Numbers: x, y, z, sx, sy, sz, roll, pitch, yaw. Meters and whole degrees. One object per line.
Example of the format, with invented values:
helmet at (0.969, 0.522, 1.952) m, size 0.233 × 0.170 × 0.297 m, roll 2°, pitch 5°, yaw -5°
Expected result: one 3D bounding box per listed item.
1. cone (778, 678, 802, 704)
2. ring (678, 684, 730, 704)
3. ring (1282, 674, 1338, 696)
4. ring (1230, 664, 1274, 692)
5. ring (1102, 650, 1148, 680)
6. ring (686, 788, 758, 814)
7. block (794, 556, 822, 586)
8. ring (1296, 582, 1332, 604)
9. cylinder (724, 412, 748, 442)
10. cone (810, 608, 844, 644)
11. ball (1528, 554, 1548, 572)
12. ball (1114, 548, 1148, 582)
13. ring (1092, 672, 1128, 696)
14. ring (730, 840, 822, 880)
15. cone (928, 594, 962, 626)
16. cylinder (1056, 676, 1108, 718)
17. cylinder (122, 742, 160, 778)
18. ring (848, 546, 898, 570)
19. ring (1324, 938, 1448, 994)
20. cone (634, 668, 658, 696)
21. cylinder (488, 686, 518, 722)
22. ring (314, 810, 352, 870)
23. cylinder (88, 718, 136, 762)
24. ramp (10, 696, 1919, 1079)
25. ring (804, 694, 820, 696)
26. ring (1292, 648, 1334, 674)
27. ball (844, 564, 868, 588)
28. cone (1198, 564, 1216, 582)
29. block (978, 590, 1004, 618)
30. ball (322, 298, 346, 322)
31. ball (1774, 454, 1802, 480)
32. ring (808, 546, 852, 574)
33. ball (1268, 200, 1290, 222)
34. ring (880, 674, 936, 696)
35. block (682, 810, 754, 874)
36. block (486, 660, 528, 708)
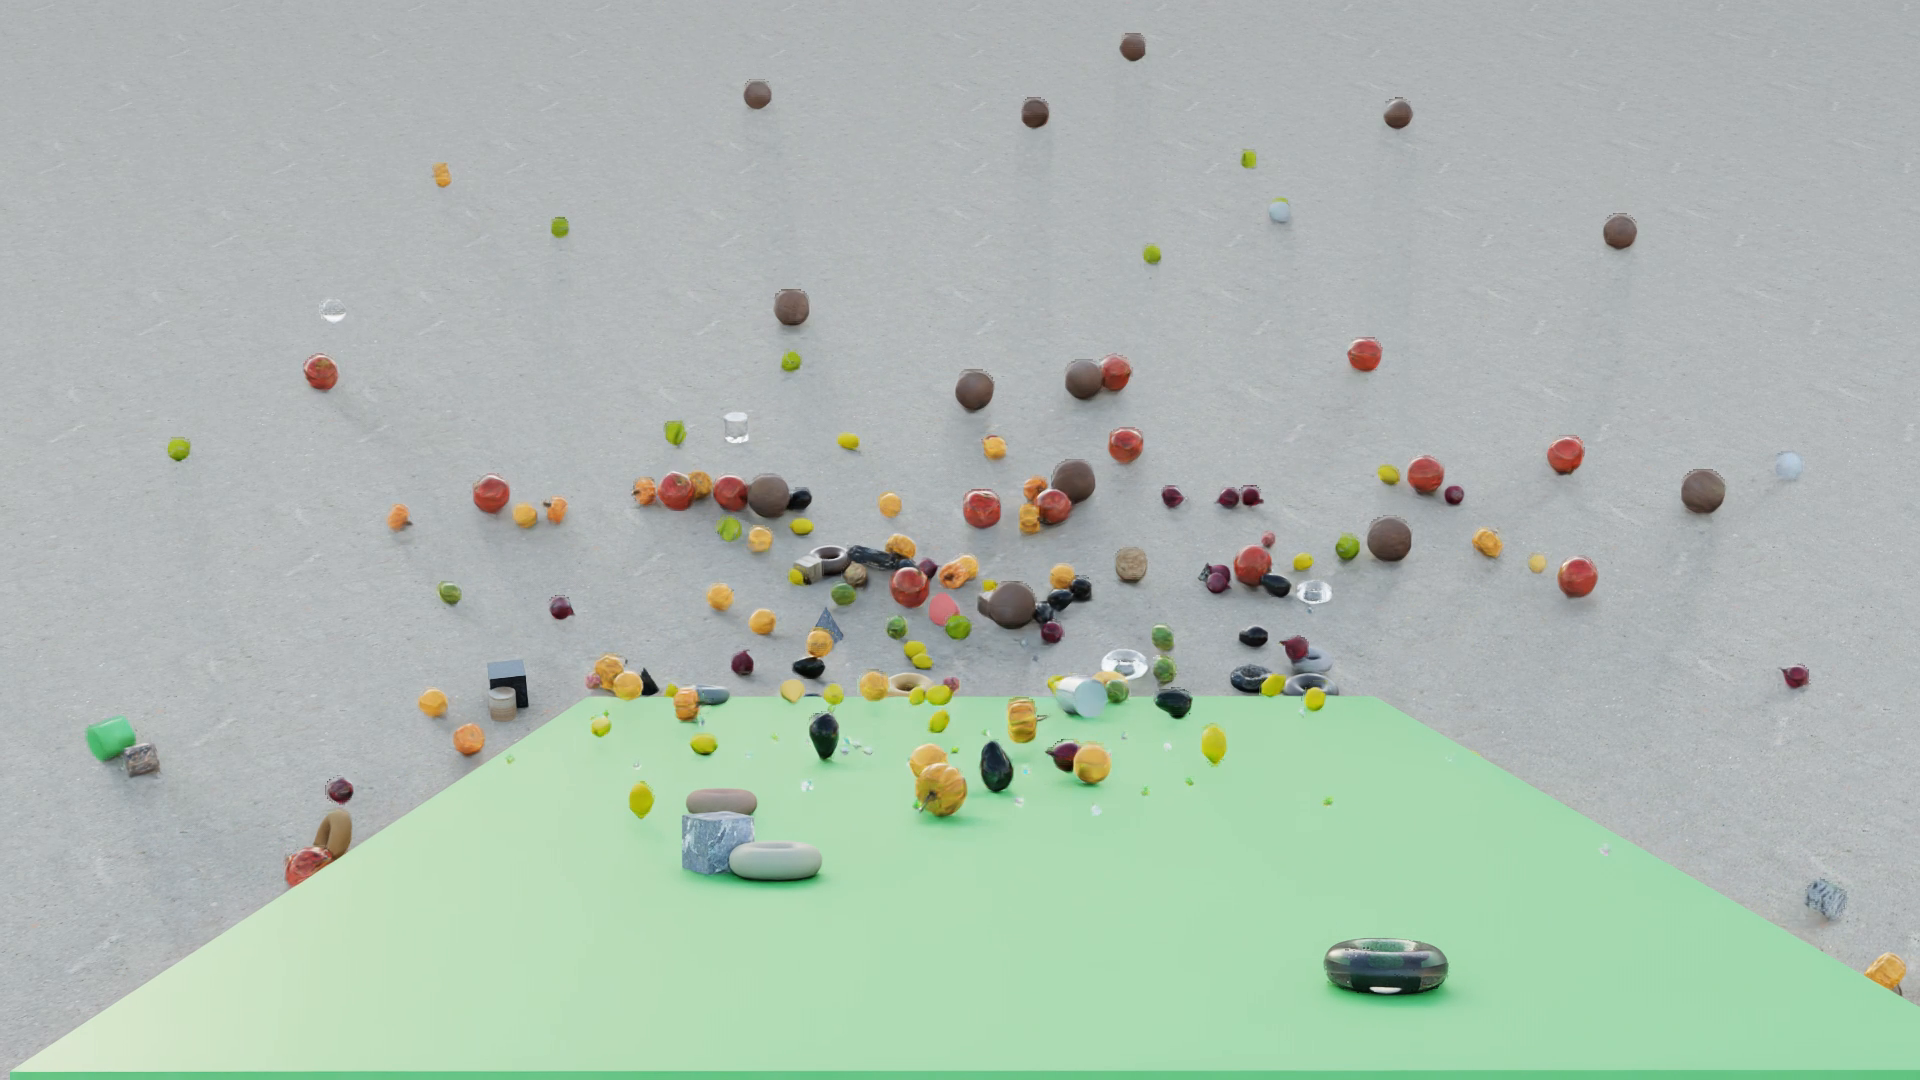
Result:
cone at (-0.413, 0.389, 6.396) m, size 0.063 × 0.063 × 0.063 m, roll -8°, pitch 45°, yaw -17°
ring at (-0.634, 0.383, 6.377) m, size 0.126 × 0.042 × 0.126 m, roll 1°, pitch 2°, yaw 0°
ring at (0.914, 0.396, 6.717) m, size 0.148 × 0.049 × 0.148 m, roll 1°, pitch 26°, yaw -1°
ring at (0.769, 0.366, 6.795) m, size 0.116 × 0.039 × 0.116 m, roll 0°, pitch 26°, yaw 0°
ring at (0.439, 0.331, 6.867) m, size 0.124 × 0.041 × 0.124 m, roll 0°, pitch 26°, yaw 0°
ring at (-0.406, 0.447, 4.387) m, size 0.122 × 0.041 × 0.122 m, roll 1°, pitch 1°, yaw 0°
block at (-0.435, 0.086, 7.378) m, size 0.057 × 0.057 × 0.057 m, roll 18°, pitch 30°, yaw 34°
ring at (1.000, 0.147, 7.274) m, size 0.104 × 0.035 × 0.104 m, roll -1°, pitch 24°, yaw 0°
cylinder at (-0.723, -0.364, 8.333) m, size 0.076 × 0.076 × 0.076 m, roll 0°, pitch 25°, yaw 0°
cone at (-0.366, 0.223, 7.040) m, size 0.092 × 0.092 × 0.092 m, roll 0°, pitch 25°, yaw 0°
ball at (1.666, 0.068, 7.426) m, size 0.051 × 0.051 × 0.051 m, roll 0°, pitch 25°, yaw 0°
ball at (0.489, 0.073, 7.363) m, size 0.094 × 0.094 × 0.094 m, roll 0°, pitch 25°, yaw 0°
ring at (0.391, 0.377, 6.776) m, size 0.101 × 0.034 × 0.101 m, roll 1°, pitch 26°, yaw 0°
ring at (-0.268, 0.465, 3.744) m, size 0.136 × 0.045 × 0.136 m, roll 1°, pitch 0°, yaw 0°
cone at (-0.023, 0.198, 7.154) m, size 0.091 × 0.091 × 0.091 m, roll 21°, pitch 5°, yaw 38°
cylinder at (0.285, 0.368, 6.060) m, size 0.090 × 0.090 × 0.090 m, roll -12°, pitch 7°, yaw -25°
cylinder at (-2.023, 0.542, 6.369) m, size 0.073 × 0.073 × 0.073 m, roll -11°, pitch 27°, yaw -23°
ring at (-0.251, 0.051, 7.413) m, size 0.147 × 0.049 × 0.147 m, roll 13°, pitch -1°, yaw 0°
ring at (0.489, 0.489, 2.962) m, size 0.143 × 0.048 × 0.143 m, roll 0°, pitch 1°, yaw 0°
cone at (-0.827, 0.363, 6.765) m, size 0.067 × 0.067 × 0.067 m, roll 0°, pitch 25°, yaw 0°
cylinder at (-1.176, 0.423, 6.635) m, size 0.068 × 0.068 × 0.068 m, roll 0°, pitch 25°, yaw 0°
ring at (-1.453, 0.697, 5.966) m, size 0.049 × 0.146 × 0.146 m, roll 20°, pitch 14°, yaw -29°
cylinder at (-2.123, 0.498, 6.449) m, size 0.086 × 0.086 × 0.086 m, roll -22°, pitch 33°, yaw -39°
ramp at (0.056, 0.512, 4.553) m, size 2.000 × 0.100 × 4.000 m, roll 0°, pitch 2°, yaw 0°
ring at (-0.384, 0.423, 6.686) m, size 0.077 × 0.026 × 0.077 m, roll 1°, pitch 25°, yaw -1°
ring at (0.942, 0.322, 6.890) m, size 0.112 × 0.037 × 0.112 m, roll 1°, pitch 23°, yaw 0°
ball at (-0.297, 0.102, 7.333) m, size 0.067 × 0.067 × 0.067 m, roll 0°, pitch 25°, yaw 0°
cone at (0.709, 0.086, 7.387) m, size 0.051 × 0.051 × 0.051 m, roll 0°, pitch 25°, yaw 0°
block at (0.087, 0.179, 7.182) m, size 0.053 × 0.053 × 0.053 m, roll -18°, pitch 30°, yaw -34°
ball at (-2.268, -0.831, 9.335) m, size 0.086 × 0.086 × 0.086 m, roll 0°, pitch 25°, yaw 0°
ball at (2.584, -0.230, 8.034) m, size 0.082 × 0.082 × 0.082 m, roll 0°, pitch 25°, yaw 0°
ring at (-0.379, 0.059, 7.453) m, size 0.137 × 0.046 × 0.137 m, roll -1°, pitch 26°, yaw 0°
ball at (1.290, -1.328, 10.415) m, size 0.085 × 0.085 × 0.085 m, roll 0°, pitch 25°, yaw 0°
ring at (-0.135, 0.395, 6.719) m, size 0.150 × 0.050 × 0.150 m, roll -1°, pitch 26°, yaw 0°
block at (-0.357, 0.447, 3.808) m, size 0.078 × 0.078 × 0.078 m, roll -1°, pitch 2°, yaw -35°
block at (-1.177, 0.377, 6.704) m, size 0.093 × 0.093 × 0.093 m, roll -6°, pitch 25°, yaw -13°
